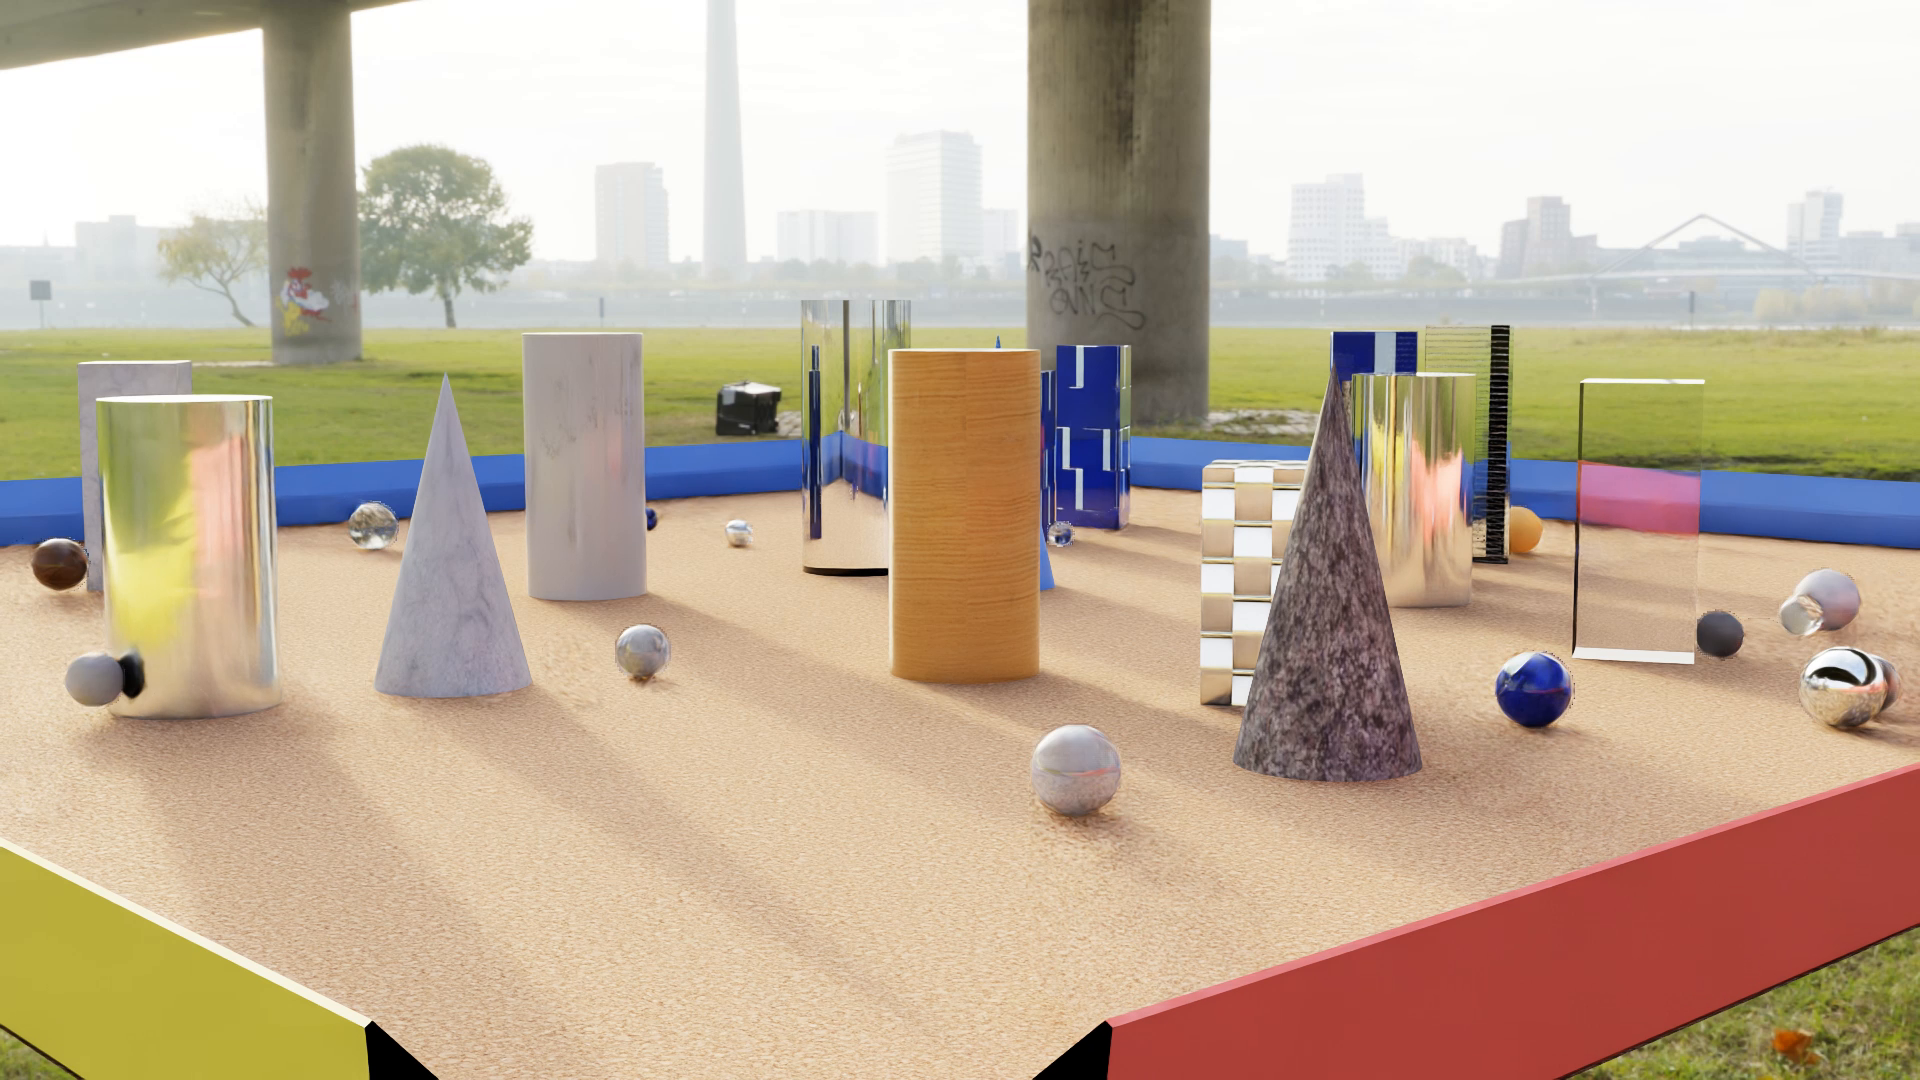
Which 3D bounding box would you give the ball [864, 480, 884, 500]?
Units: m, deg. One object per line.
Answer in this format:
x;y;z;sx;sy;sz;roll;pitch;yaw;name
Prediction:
-0.198;-0.115;5.052;0.049;0.049;0.049;0;6;0;ball

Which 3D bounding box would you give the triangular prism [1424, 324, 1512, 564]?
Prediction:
0.920;-0.173;3.882;0.159;0.412;0.138;4;7;36;triangular prism

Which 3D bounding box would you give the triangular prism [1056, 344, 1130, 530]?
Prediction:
0.302;-0.214;4.483;0.159;0.365;0.138;6;8;42;triangular prism

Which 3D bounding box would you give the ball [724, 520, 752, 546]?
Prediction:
-0.413;-0.014;4.098;0.049;0.049;0.049;0;6;0;ball

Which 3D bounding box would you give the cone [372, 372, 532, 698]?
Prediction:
-0.599;-0.014;2.581;0.184;0.371;0.184;0;6;0;cone

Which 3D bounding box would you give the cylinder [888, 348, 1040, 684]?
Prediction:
0.005;-0.034;2.671;0.184;0.392;0.184;0;6;0;cylinder

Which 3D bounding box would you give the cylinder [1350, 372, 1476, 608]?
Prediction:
0.682;-0.079;3.322;0.184;0.342;0.184;0;6;0;cylinder

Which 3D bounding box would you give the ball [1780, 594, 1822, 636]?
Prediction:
1.139;0.102;2.979;0.055;0.055;0.055;0;6;0;ball

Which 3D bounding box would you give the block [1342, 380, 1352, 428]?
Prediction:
0.734;-0.103;3.652;0.147;0.320;0.147;-2;6;-21;block

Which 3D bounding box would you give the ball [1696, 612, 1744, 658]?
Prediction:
0.952;0.119;2.757;0.058;0.058;0.058;0;6;0;ball

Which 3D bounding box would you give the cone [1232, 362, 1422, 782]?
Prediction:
0.360;0.021;2.135;0.184;0.394;0.184;0;6;0;cone

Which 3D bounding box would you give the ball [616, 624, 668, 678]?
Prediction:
-0.382;0.134;2.644;0.063;0.063;0.063;0;6;0;ball

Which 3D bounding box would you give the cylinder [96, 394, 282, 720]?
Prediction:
-0.854;0.014;2.442;0.184;0.343;0.184;0;6;0;cylinder

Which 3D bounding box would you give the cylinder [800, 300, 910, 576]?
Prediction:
-0.174;-0.175;3.696;0.184;0.454;0.184;0;6;0;cylinder

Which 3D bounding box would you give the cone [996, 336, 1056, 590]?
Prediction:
0.060;-0.127;3.494;0.184;0.402;0.184;0;6;0;cone

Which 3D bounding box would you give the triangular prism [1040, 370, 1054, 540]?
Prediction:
0.137;-0.163;4.217;0.159;0.321;0.138;5;8;40;triangular prism

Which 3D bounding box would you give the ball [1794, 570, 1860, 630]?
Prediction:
1.191;0.083;3.022;0.085;0.085;0.085;0;6;0;ball

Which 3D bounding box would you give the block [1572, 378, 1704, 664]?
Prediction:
0.870;-0.029;2.819;0.147;0.349;0.147;2;6;19;block

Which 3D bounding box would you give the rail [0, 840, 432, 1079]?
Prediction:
-1.295;0.158;2.144;0.045;0.119;3.533;-6;8;-42;rail

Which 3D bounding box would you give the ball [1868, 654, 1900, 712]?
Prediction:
0.993;0.158;2.406;0.066;0.066;0.066;0;6;0;ball

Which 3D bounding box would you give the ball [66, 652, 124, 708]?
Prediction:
-0.929;0.150;2.362;0.059;0.059;0.059;0;6;0;ball

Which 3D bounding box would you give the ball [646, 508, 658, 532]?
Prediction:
-0.622;-0.041;4.349;0.049;0.049;0.049;0;6;0;ball

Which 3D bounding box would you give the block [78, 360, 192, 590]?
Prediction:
-1.314;-0.107;3.525;0.147;0.355;0.147;-1;6;-10;block

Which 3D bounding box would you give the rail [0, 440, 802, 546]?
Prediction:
-1.182;-0.104;4.606;3.571;0.119;0.045;-6;8;-42;rail

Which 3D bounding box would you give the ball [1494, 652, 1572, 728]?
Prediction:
0.608;0.158;2.332;0.080;0.080;0.080;0;6;0;ball

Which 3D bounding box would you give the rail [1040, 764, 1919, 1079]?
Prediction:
1.182;0.167;2.059;3.571;0.119;0.045;-6;8;-42;rail

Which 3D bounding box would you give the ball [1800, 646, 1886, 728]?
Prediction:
0.935;0.156;2.328;0.086;0.086;0.086;0;6;0;ball

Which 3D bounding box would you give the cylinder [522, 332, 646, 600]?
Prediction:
-0.580;-0.118;3.403;0.184;0.403;0.184;0;6;0;cylinder

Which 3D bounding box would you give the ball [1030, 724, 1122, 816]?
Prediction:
0.101;0.202;1.927;0.080;0.080;0.080;0;6;0;ball

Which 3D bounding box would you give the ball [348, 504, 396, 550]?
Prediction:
-1.075;-0.025;4.025;0.086;0.086;0.086;0;6;0;ball

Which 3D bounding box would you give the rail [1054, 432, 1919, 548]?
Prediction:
1.295;-0.095;4.520;0.045;0.119;3.533;-6;8;-42;rail

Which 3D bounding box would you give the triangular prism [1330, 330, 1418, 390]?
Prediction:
0.777;-0.198;4.185;0.159;0.397;0.138;0;6;4;triangular prism

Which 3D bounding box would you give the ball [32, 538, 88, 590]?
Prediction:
-1.394;0.038;3.405;0.081;0.081;0.081;0;6;0;ball

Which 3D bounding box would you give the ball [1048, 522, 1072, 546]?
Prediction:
0.186;-0.011;4.079;0.046;0.046;0.046;0;6;0;ball

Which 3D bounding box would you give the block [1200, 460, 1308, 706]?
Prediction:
0.356;0.047;2.504;0.147;0.265;0.147;1;6;12;block

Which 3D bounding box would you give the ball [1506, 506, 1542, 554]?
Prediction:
1.008;-0.018;3.969;0.084;0.084;0.084;0;6;0;ball

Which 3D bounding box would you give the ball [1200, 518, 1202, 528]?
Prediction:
0.491;-0.033;4.140;0.077;0.077;0.077;0;6;0;ball
